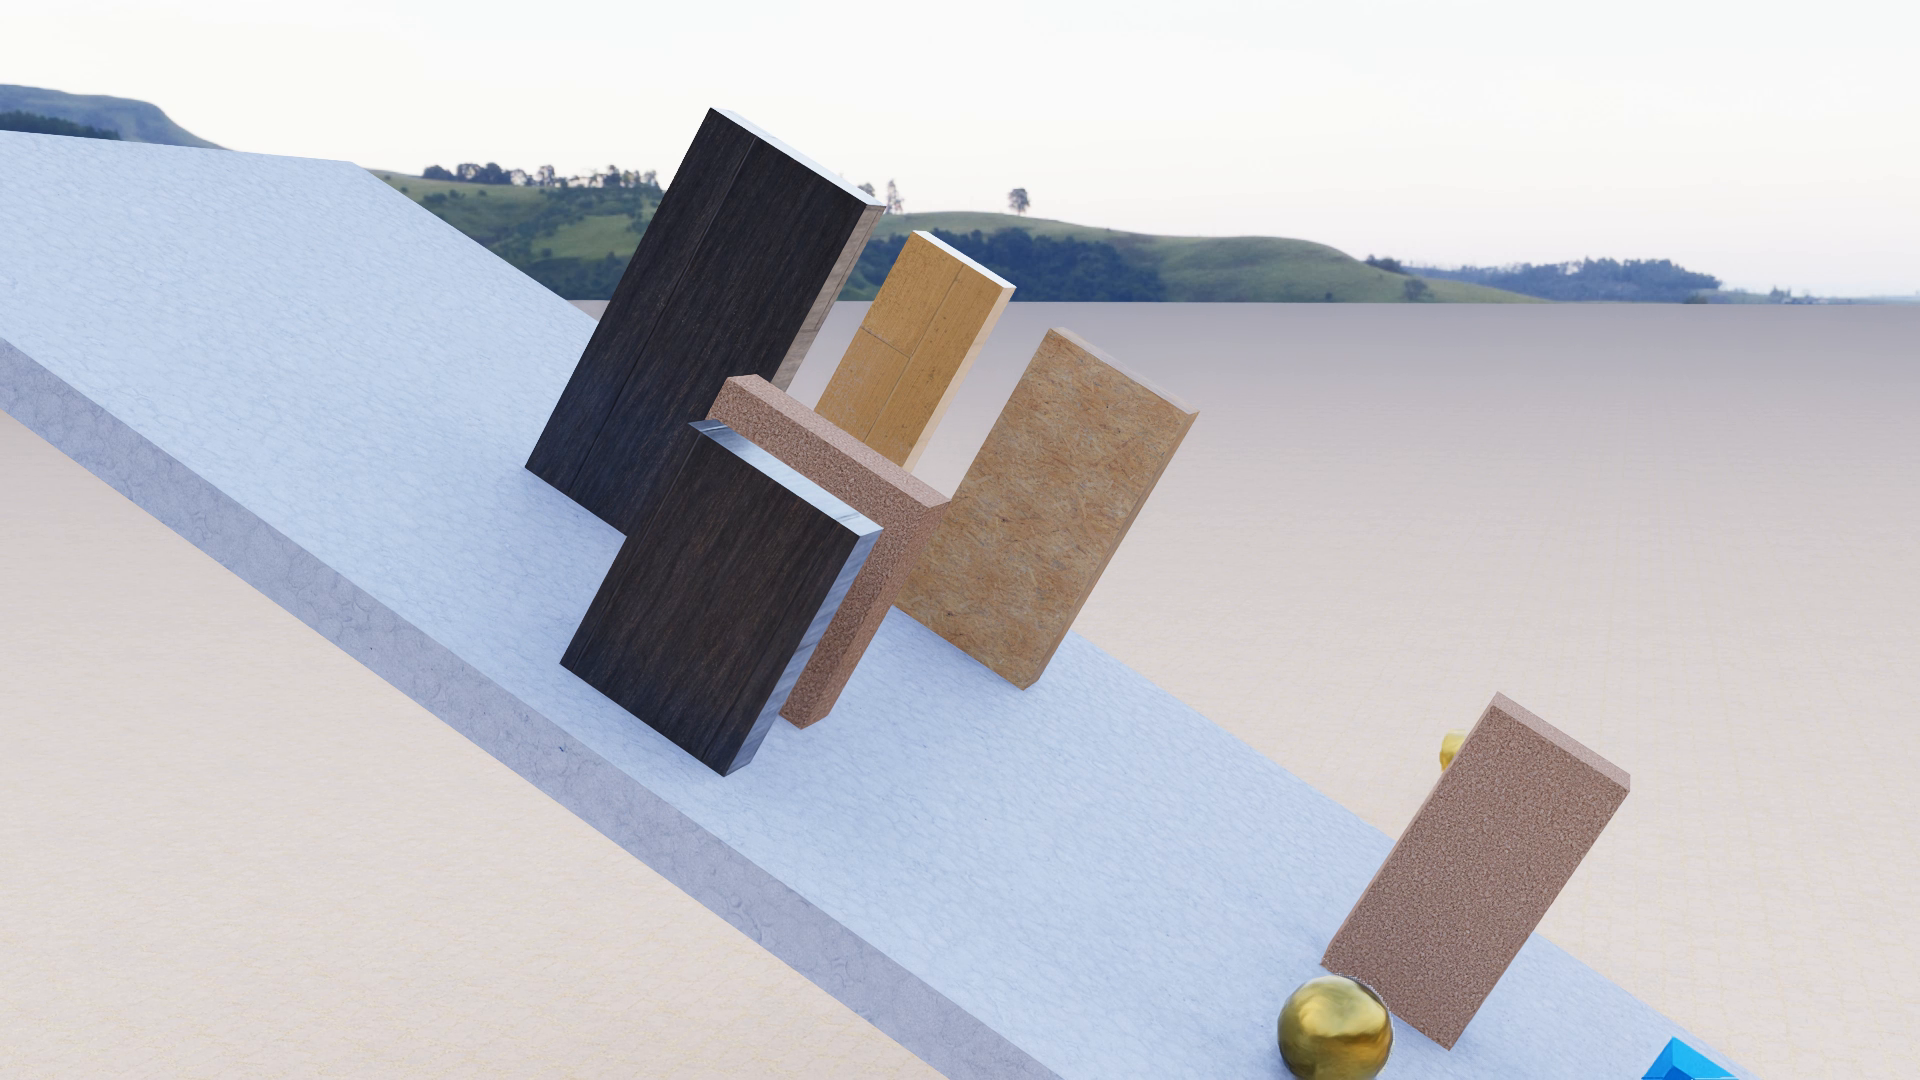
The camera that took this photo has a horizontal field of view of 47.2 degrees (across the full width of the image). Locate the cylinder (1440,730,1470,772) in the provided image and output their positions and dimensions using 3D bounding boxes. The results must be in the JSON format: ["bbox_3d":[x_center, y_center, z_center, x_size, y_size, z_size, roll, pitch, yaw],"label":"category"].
[{"bbox_3d":[1.880,0.794,8.105,0.163,0.163,0.163,5,8,37],"label":"cylinder"}]

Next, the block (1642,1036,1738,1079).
[{"bbox_3d":[1.321,1.037,3.995,0.163,0.163,0.163,33,15,12],"label":"block"}]

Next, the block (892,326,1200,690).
[{"bbox_3d":[0.170,-0.064,4.457,0.327,0.657,0.119,33,15,11],"label":"block"}]

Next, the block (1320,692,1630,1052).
[{"bbox_3d":[0.911,0.586,3.900,0.269,0.568,0.132,33,15,11],"label":"block"}]

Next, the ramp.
[{"bbox_3d":[-0.175,0.288,4.123,4.000,0.100,2.000,33,15,11],"label":"ramp"}]

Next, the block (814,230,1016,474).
[{"bbox_3d":[-0.140,-0.359,4.920,0.243,0.619,0.100,33,15,11],"label":"block"}]

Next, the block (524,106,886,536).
[{"bbox_3d":[-0.472,-0.368,4.025,0.344,0.759,0.106,33,15,11],"label":"block"}]

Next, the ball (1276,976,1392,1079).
[{"bbox_3d":[0.584,0.770,3.428,0.179,0.179,0.179,0,7,0],"label":"ball"}]

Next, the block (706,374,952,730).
[{"bbox_3d":[-0.305,0.017,3.702,0.405,0.439,0.126,33,15,11],"label":"block"}]

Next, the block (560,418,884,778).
[{"bbox_3d":[-0.367,0.087,3.356,0.316,0.436,0.105,33,15,11],"label":"block"}]
